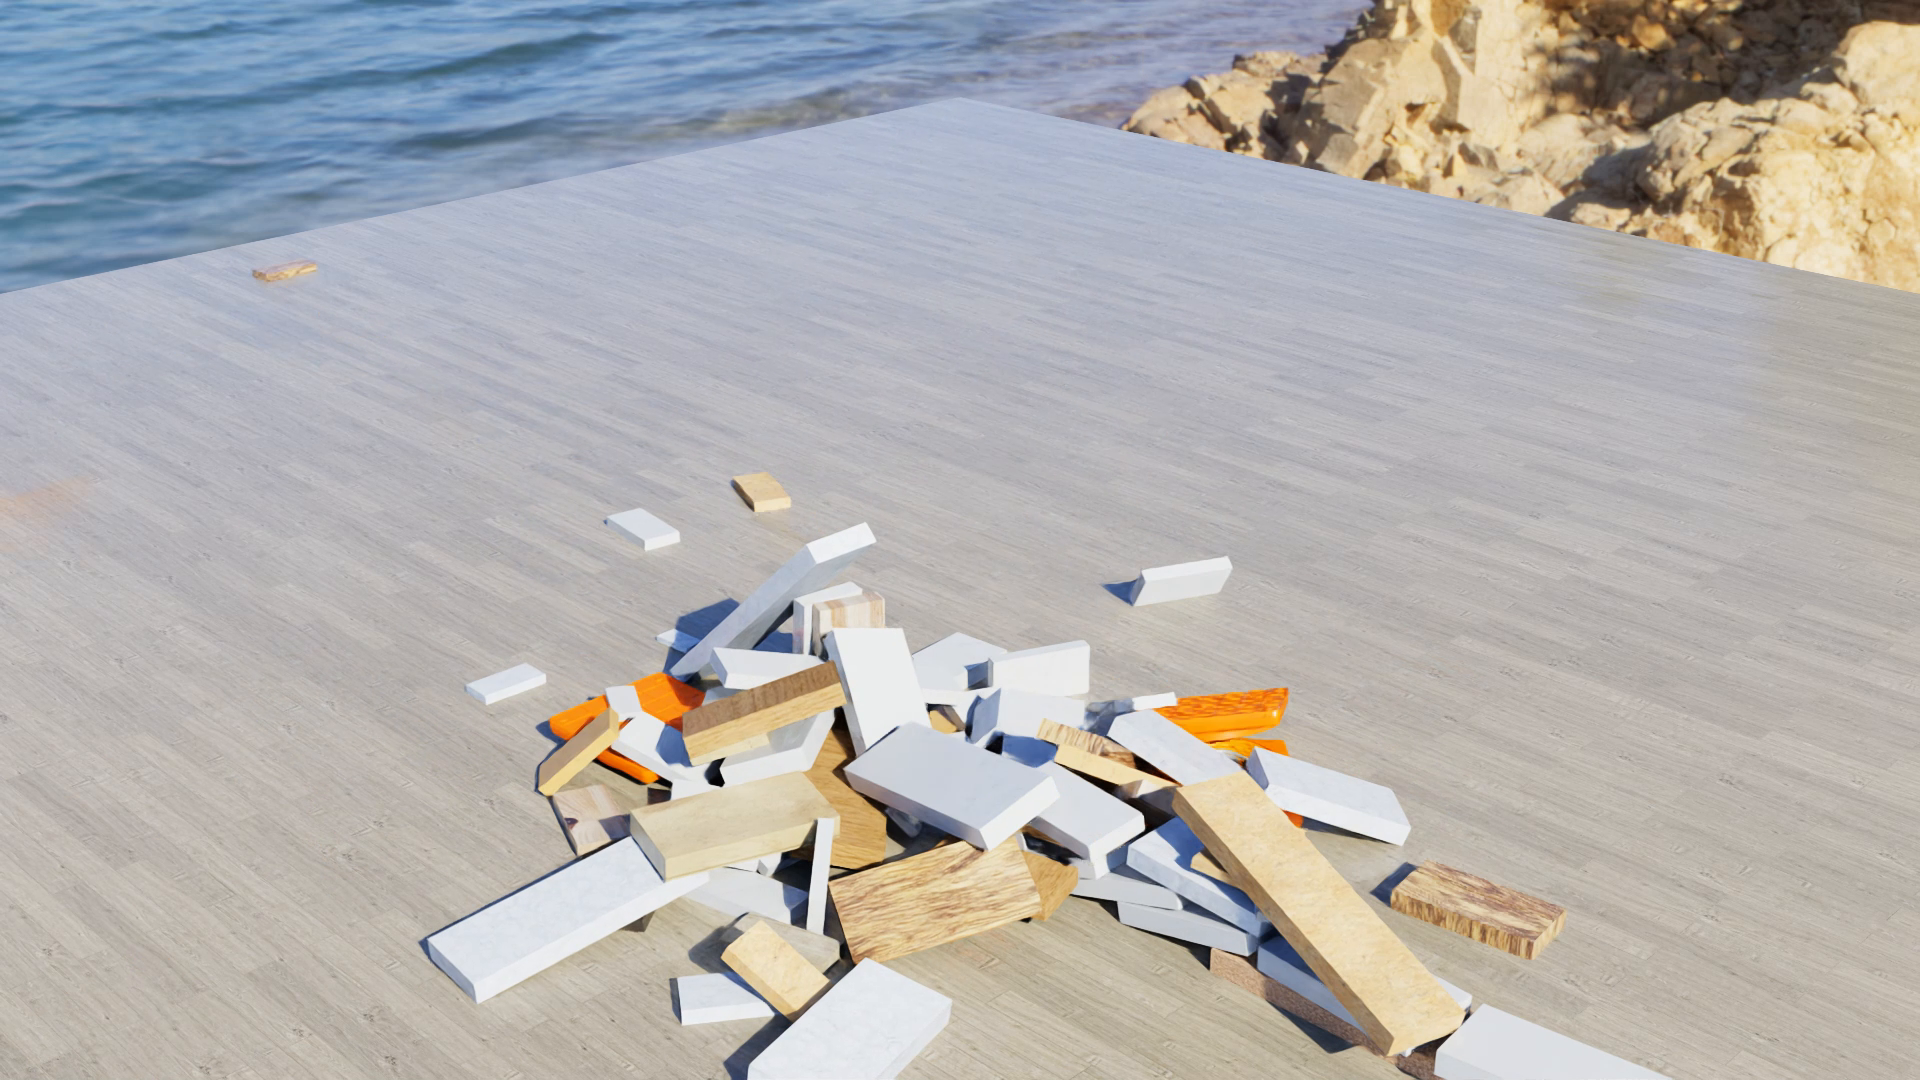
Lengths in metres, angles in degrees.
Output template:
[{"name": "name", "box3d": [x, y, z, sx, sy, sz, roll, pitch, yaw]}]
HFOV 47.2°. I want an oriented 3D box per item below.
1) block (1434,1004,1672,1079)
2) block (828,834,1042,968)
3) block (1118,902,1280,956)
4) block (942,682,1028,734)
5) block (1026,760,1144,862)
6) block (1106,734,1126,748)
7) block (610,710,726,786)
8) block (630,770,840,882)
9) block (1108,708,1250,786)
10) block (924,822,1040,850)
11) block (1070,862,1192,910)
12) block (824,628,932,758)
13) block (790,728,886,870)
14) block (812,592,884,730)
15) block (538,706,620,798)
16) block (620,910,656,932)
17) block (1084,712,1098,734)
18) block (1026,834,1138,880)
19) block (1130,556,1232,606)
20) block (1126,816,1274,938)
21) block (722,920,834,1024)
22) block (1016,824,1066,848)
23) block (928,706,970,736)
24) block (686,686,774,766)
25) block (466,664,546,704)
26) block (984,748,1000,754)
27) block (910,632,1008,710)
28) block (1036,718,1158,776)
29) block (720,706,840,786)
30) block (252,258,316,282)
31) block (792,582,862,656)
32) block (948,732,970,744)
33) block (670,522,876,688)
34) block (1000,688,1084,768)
[{"name": "block", "box3d": [0.955, 0.865, 3.541, 0.333, 0.047, 0.166, 17, 29, 35]}, {"name": "block", "box3d": [-0.047, 0.652, 4.014, 0.354, 0.050, 0.177, -16, 40, -8]}, {"name": "block", "box3d": [0.451, 0.681, 4.021, 0.150, 0.042, 0.300, -22, 19, -41]}, {"name": "block", "box3d": [0.071, 0.367, 4.789, 0.200, 0.028, 0.100, -8, 42, -31]}, {"name": "block", "box3d": [0.207, 0.508, 4.134, 0.133, 0.038, 0.266, -26, 32, -30]}, {"name": "block", "box3d": [0.330, 0.448, 4.681, 0.063, 0.018, 0.126, 8, 24, 17]}, {"name": "block", "box3d": [-0.596, 0.441, 4.535, 0.221, 0.031, 0.110, 27, 35, 14]}, {"name": "block", "box3d": [-0.426, 0.539, 4.172, 0.355, 0.050, 0.177, -11, 30, -27]}, {"name": "block", "box3d": [0.460, 0.442, 4.389, 0.309, 0.044, 0.154, 32, 18, 26]}, {"name": "block", "box3d": [0.071, 0.549, 4.335, 0.268, 0.038, 0.134, 3, 19, 45]}, {"name": "block", "box3d": [0.331, 0.627, 4.131, 0.300, 0.042, 0.150, 0, 18, 43]}, {"name": "block", "box3d": [-0.161, 0.334, 4.577, 0.165, 0.047, 0.329, 2, 53, -29]}, {"name": "block", "box3d": [-0.238, 0.514, 4.430, 0.177, 0.050, 0.466, 12, 22, -5]}, {"name": "block", "box3d": [-0.239, 0.267, 4.749, 0.149, 0.298, 0.042, -10, 26, -23]}, {"name": "block", "box3d": [-0.786, 0.437, 4.538, 0.200, 0.028, 0.100, -40, 23, 9]}, {"name": "block", "box3d": [-0.612, 0.653, 4.142, 0.106, 0.030, 0.212, 3, 31, 12]}, {"name": "block", "box3d": [0.202, 0.398, 4.728, 0.174, 0.025, 0.087, 11, 52, 15]}, {"name": "block", "box3d": [0.200, 0.592, 4.216, 0.268, 0.038, 0.134, 0, 17, 45]}, {"name": "block", "box3d": [0.539, 0.102, 5.375, 0.232, 0.116, 0.033, -8, 59, -19]}, {"name": "block", "box3d": [0.467, 0.606, 3.983, 0.300, 0.042, 0.150, 25, 33, 36]}, {"name": "block", "box3d": [-0.304, 0.759, 3.812, 0.206, 0.029, 0.103, 39, 35, 13]}, {"name": "block", "box3d": [0.185, 0.525, 4.209, 0.268, 0.038, 0.134, 13, 27, 36]}, {"name": "block", "box3d": [-0.050, 0.410, 4.759, 0.200, 0.028, 0.100, -21, 31, -40]}, {"name": "block", "box3d": [-0.463, 0.366, 4.582, 0.165, 0.047, 0.329, -17, 15, 7]}, {"name": "block", "box3d": [-1.025, 0.324, 4.968, 0.158, 0.022, 0.079, -21, 31, -40]}, {"name": "block", "box3d": [-0.018, 0.479, 4.596, 0.100, 0.028, 0.200, 17, 28, 35]}, {"name": "block", "box3d": [-0.045, 0.298, 5.005, 0.149, 0.042, 0.298, 18, 29, 36]}, {"name": "block", "box3d": [0.277, 0.424, 4.409, 0.142, 0.040, 0.283, 15, -8, 30]}, {"name": "block", "box3d": [-0.363, 0.400, 4.529, 0.177, 0.050, 0.354, -15, 15, 13]}, {"name": "block", "box3d": [-2.474, -0.988, 8.053, 0.103, 0.029, 0.205, 19, 30, 38]}, {"name": "block", "box3d": [-0.291, 0.248, 4.791, 0.149, 0.298, 0.042, -17, 33, -34]}, {"name": "block", "box3d": [-0.003, 0.458, 4.575, 0.092, 0.026, 0.184, -8, 24, -19]}, {"name": "block", "box3d": [-0.416, 0.148, 4.782, 0.165, 0.047, 0.670, -21, -12, -40]}, {"name": "block", "box3d": [0.169, 0.432, 4.566, 0.163, 0.046, 0.327, 9, 31, 0]}]
